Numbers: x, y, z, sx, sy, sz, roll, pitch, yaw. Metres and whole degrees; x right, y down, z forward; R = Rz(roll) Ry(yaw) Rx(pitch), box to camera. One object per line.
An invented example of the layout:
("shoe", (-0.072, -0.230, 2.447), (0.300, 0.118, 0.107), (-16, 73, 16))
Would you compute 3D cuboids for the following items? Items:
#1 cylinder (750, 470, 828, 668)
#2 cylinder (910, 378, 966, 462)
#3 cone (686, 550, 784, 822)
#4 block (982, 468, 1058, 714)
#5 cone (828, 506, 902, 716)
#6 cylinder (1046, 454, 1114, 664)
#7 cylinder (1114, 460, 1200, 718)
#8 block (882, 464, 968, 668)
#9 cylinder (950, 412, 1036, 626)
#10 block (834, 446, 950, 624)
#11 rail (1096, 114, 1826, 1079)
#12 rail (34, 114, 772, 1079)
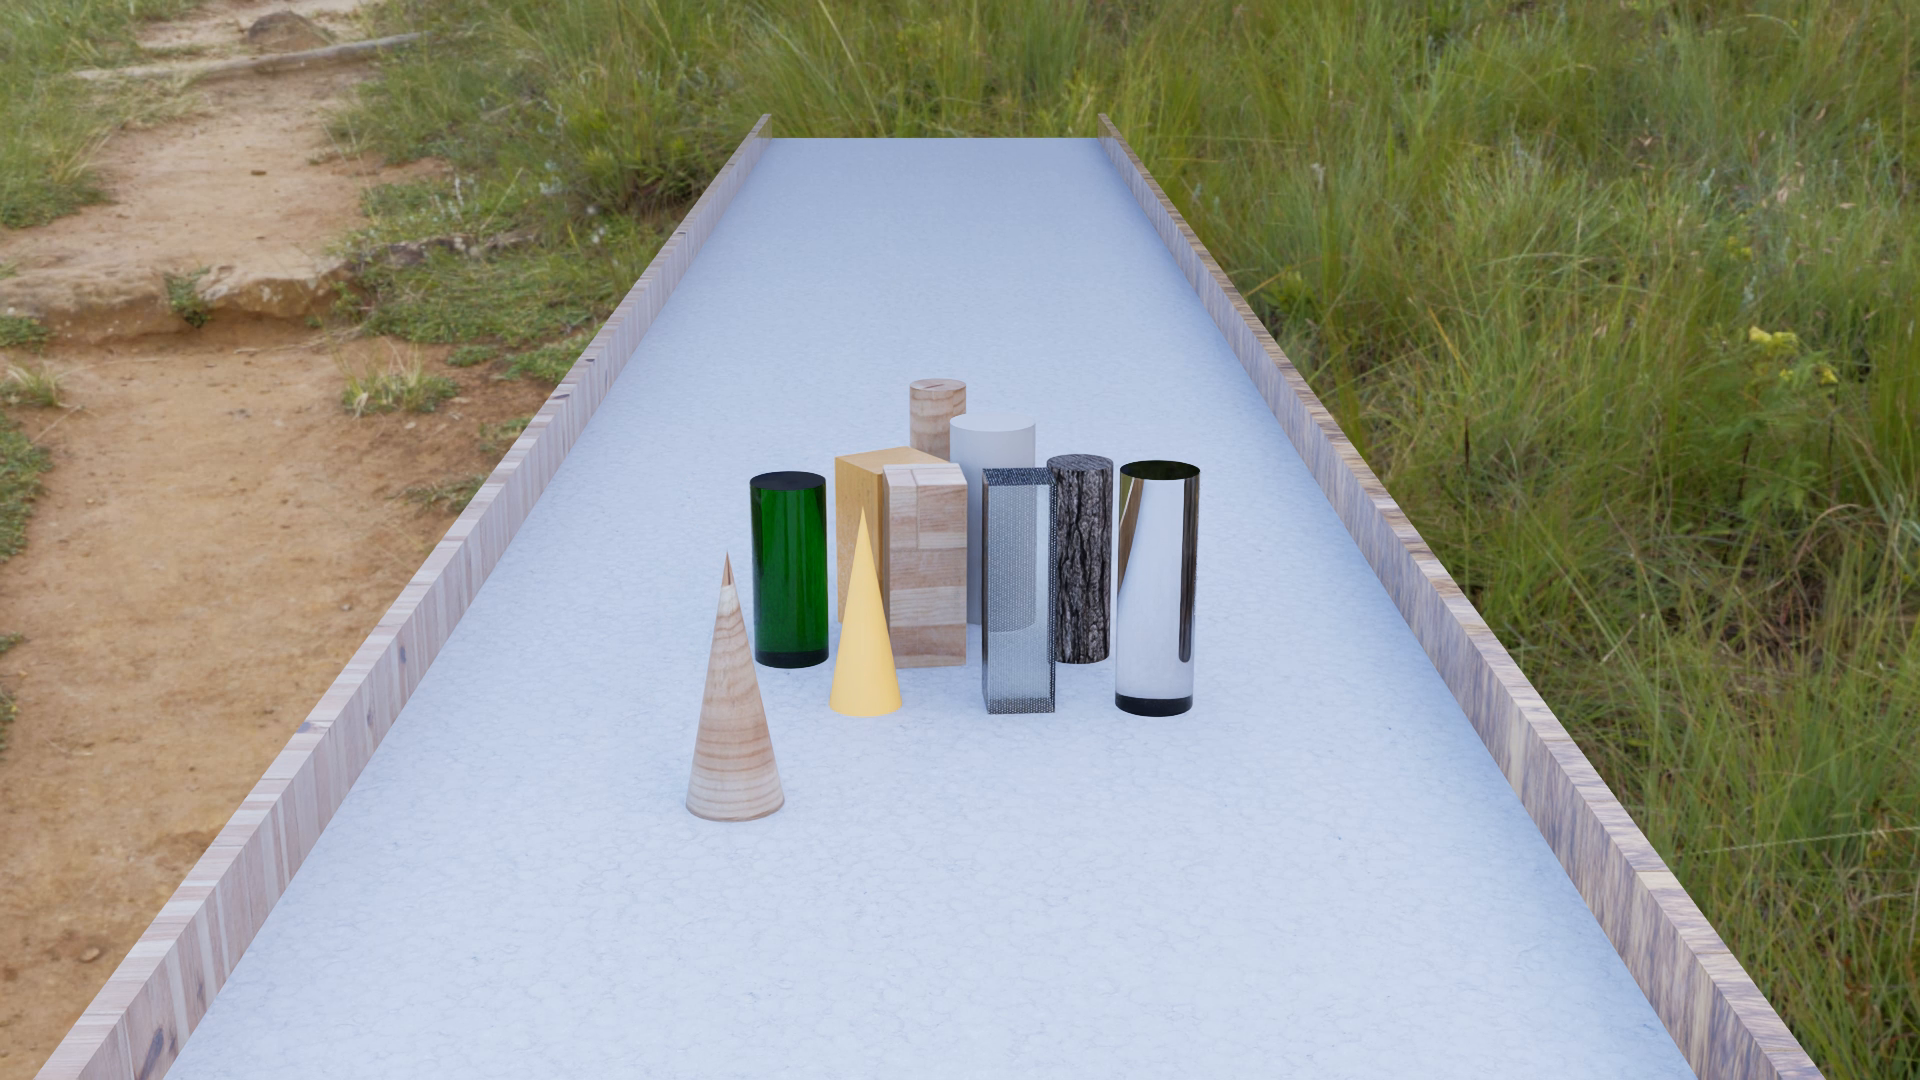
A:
("cylinder", (-0.339, 0.059, 4.386), (0.151, 0.367, 0.151), (0, 17, 0))
("cylinder", (-0.048, -0.127, 4.875), (0.125, 0.444, 0.125), (0, 17, 0))
("cone", (-0.381, 0.230, 3.666), (0.168, 0.449, 0.168), (0, 17, 0))
("block", (0.110, 0.096, 4.126), (0.126, 0.444, 0.126), (-1, 17, -5))
("cone", (-0.180, 0.124, 4.125), (0.139, 0.390, 0.139), (0, 17, 0))
("cylinder", (0.237, 0.038, 4.398), (0.133, 0.399, 0.133), (0, 17, 0))
("cylinder", (0.369, 0.091, 4.118), (0.149, 0.458, 0.149), (0, 17, 0))
("block", (-0.071, 0.051, 4.386), (0.152, 0.378, 0.152), (-2, 18, -7))
("cylinder", (0.068, -0.046, 4.647), (0.180, 0.419, 0.180), (0, 17, 0))
("block", (-0.138, 0.007, 4.570), (0.174, 0.359, 0.174), (-10, 19, -31))
("rail", (0.932, -0.844, 7.801), (0.050, 0.150, 12.000), (0, 17, -1))
("rail", (-1.118, -0.838, 7.780), (0.050, 0.150, 12.000), (0, 17, -1))
